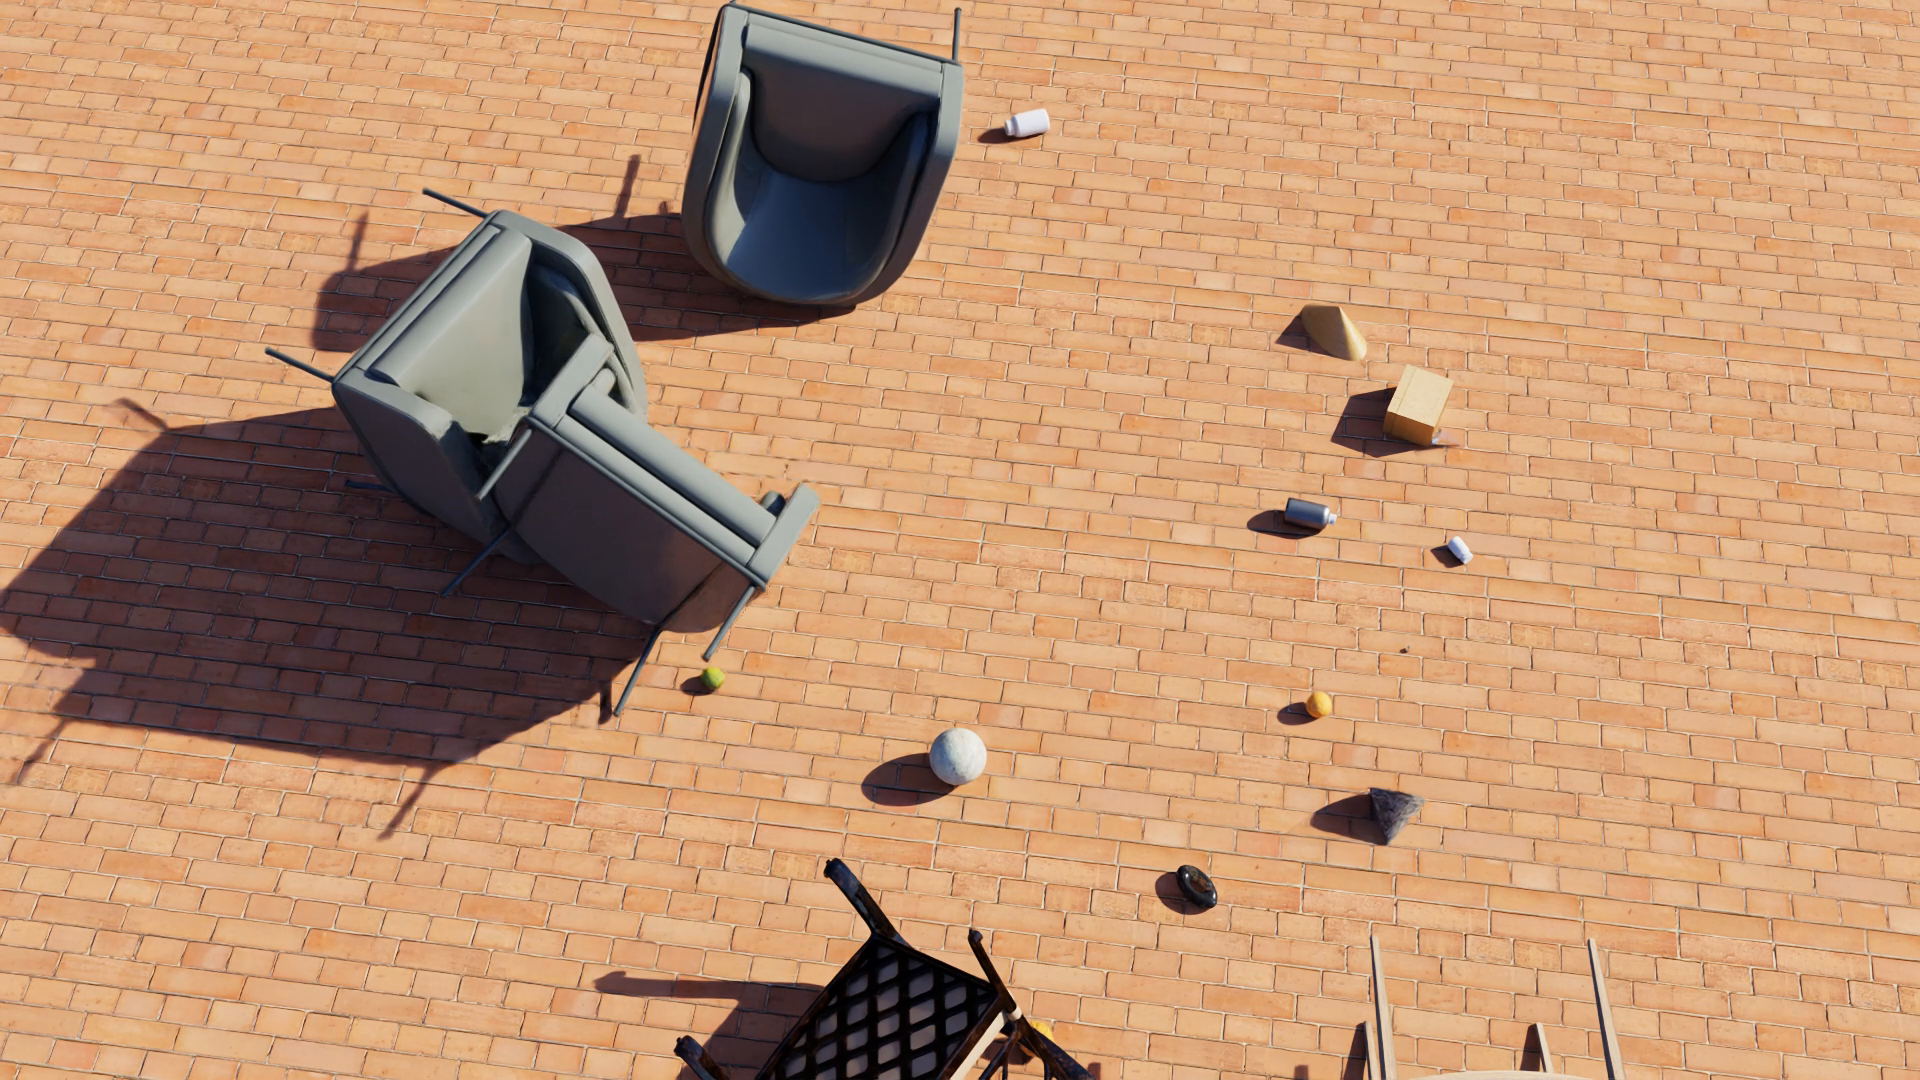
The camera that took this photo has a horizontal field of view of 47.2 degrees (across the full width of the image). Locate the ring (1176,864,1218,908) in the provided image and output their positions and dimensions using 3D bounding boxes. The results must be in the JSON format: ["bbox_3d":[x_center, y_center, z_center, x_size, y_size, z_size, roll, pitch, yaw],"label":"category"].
[{"bbox_3d":[0.638,0.934,5.920,0.083,0.046,0.145,-31,63,-21],"label":"ring"}]

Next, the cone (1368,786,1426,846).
[{"bbox_3d":[1.182,0.765,6.020,0.159,0.147,0.151,12,83,7],"label":"cone"}]

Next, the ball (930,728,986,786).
[{"bbox_3d":[-0.006,0.598,6.077,0.159,0.159,0.159,0,56,0],"label":"ball"}]

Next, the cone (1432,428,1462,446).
[{"bbox_3d":[1.505,-0.306,6.763,0.085,0.054,0.053,20,53,-8],"label":"cone"}]

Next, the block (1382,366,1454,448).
[{"bbox_3d":[1.413,-0.414,6.788,0.151,0.106,0.196,21,59,13],"label":"block"}]

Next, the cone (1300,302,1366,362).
[{"bbox_3d":[1.193,-0.700,6.968,0.151,0.126,0.273,-30,61,-19],"label":"cone"}]
